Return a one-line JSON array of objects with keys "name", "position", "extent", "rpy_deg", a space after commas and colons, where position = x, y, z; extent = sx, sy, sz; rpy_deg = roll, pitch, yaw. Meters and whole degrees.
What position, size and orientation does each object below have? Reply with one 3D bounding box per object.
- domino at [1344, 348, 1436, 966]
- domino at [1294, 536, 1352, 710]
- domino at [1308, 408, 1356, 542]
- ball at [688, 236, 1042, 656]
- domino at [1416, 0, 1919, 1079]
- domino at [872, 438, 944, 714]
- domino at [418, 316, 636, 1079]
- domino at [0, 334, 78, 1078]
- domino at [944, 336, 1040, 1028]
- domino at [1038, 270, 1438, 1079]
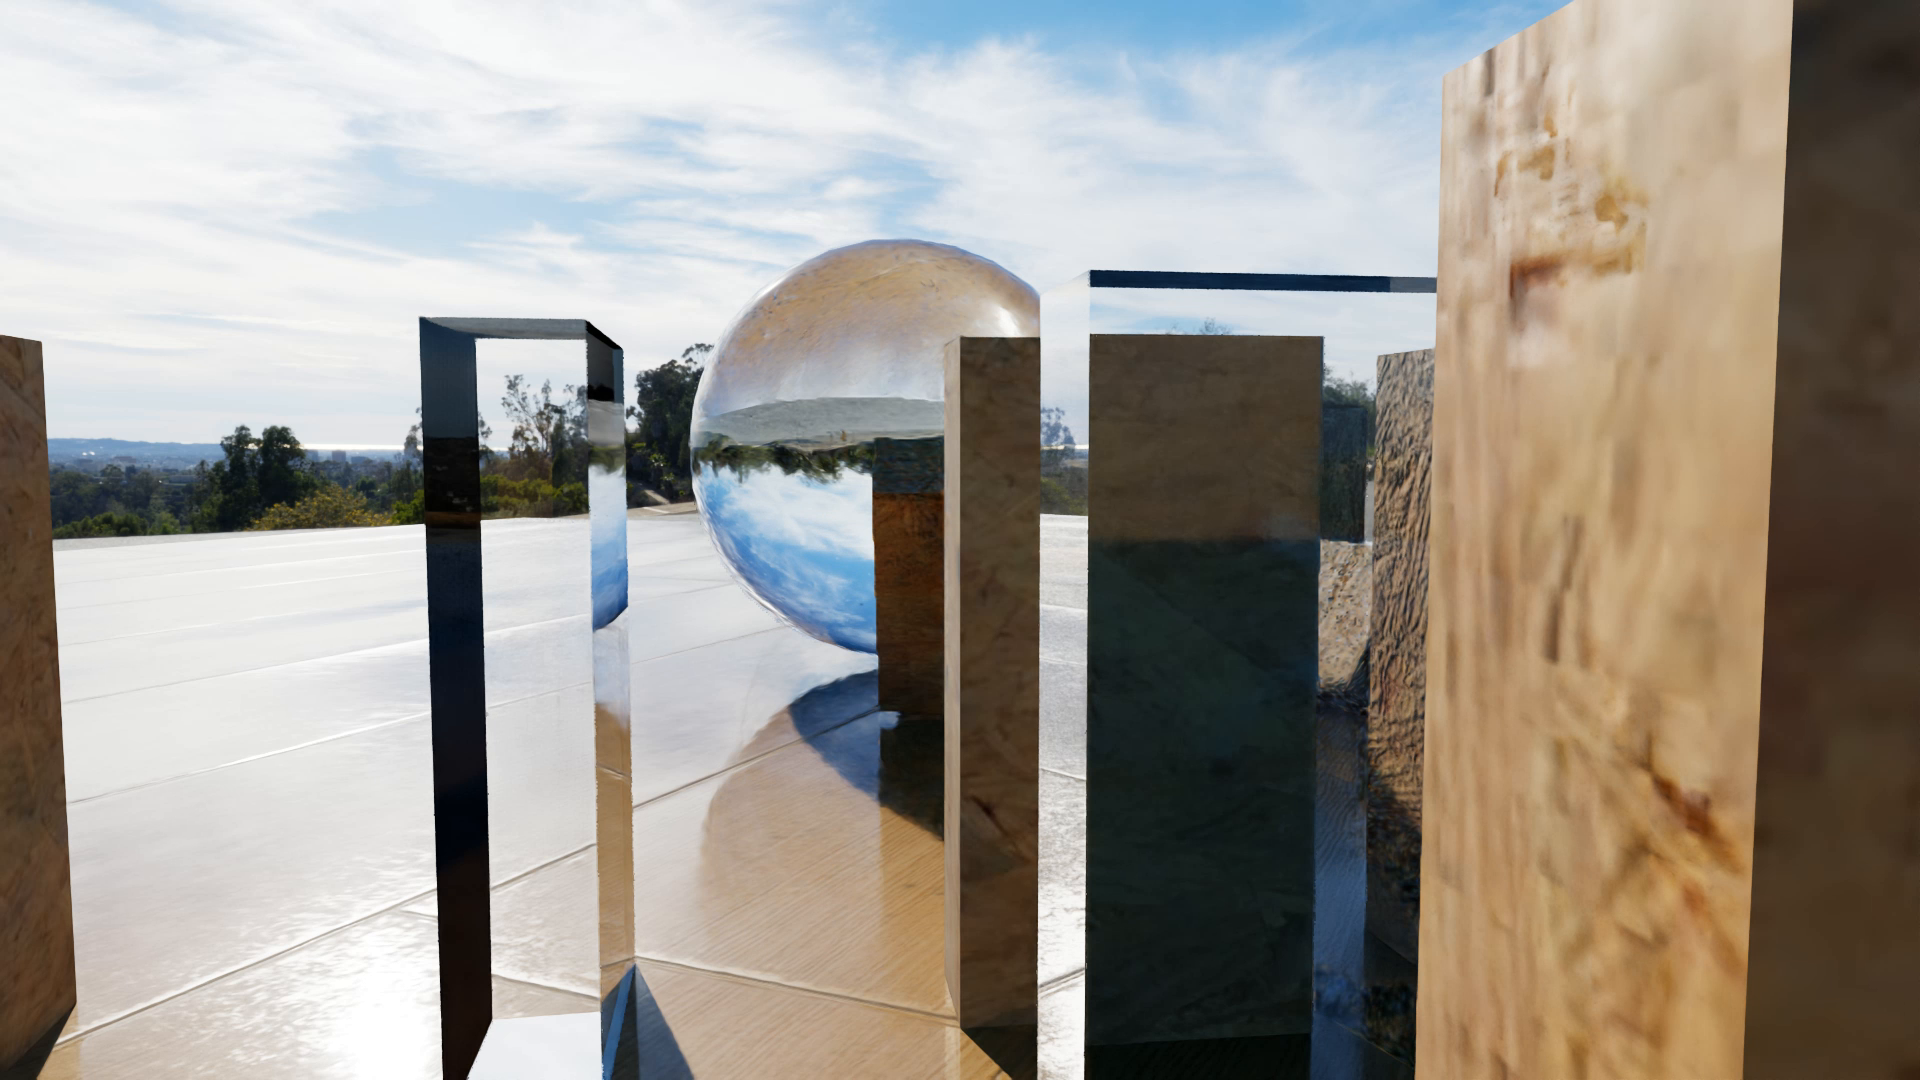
[{"name": "domino", "position": [0.042, 0.010, 0.104], "extent": [0.010, 0.050, 0.025], "rpy_deg": [-1, 4, -11]}, {"name": "domino", "position": [0.056, 0.013, 0.223], "extent": [0.009, 0.025, 0.050], "rpy_deg": [29, -8, -23]}, {"name": "domino", "position": [0.084, -0.004, 0.288], "extent": [0.009, 0.050, 0.025], "rpy_deg": [1, 5, 19]}, {"name": "ball", "position": [-0.012, -0.017, 0.248], "extent": [0.080, 0.080, 0.080], "rpy_deg": [0, 4, 0]}, {"name": "domino", "position": [0.023, 0.016, 0.025], "extent": [0.025, 0.050, 0.010], "rpy_deg": [-1, 4, -7]}, {"name": "domino", "position": [0.001, 0.007, 0.182], "extent": [0.025, 0.009, 0.050], "rpy_deg": [1, -40, -1]}, {"name": "domino", "position": [-0.029, 0.011, 0.091], "extent": [0.009, 0.050, 0.025], "rpy_deg": [-1, 4, -10]}, {"name": "domino", "position": [-0.069, 0.011, 0.083], "extent": [0.009, 0.050, 0.025], "rpy_deg": [-1, 4, -14]}, {"name": "domino", "position": [0.012, 0.010, 0.098], "extent": [0.025, 0.050, 0.010], "rpy_deg": [-1, 4, -7]}, {"name": "domino", "position": [0.017, 0.013, 0.064], "extent": [0.025, 0.050, 0.010], "rpy_deg": [-1, 4, -9]}]
